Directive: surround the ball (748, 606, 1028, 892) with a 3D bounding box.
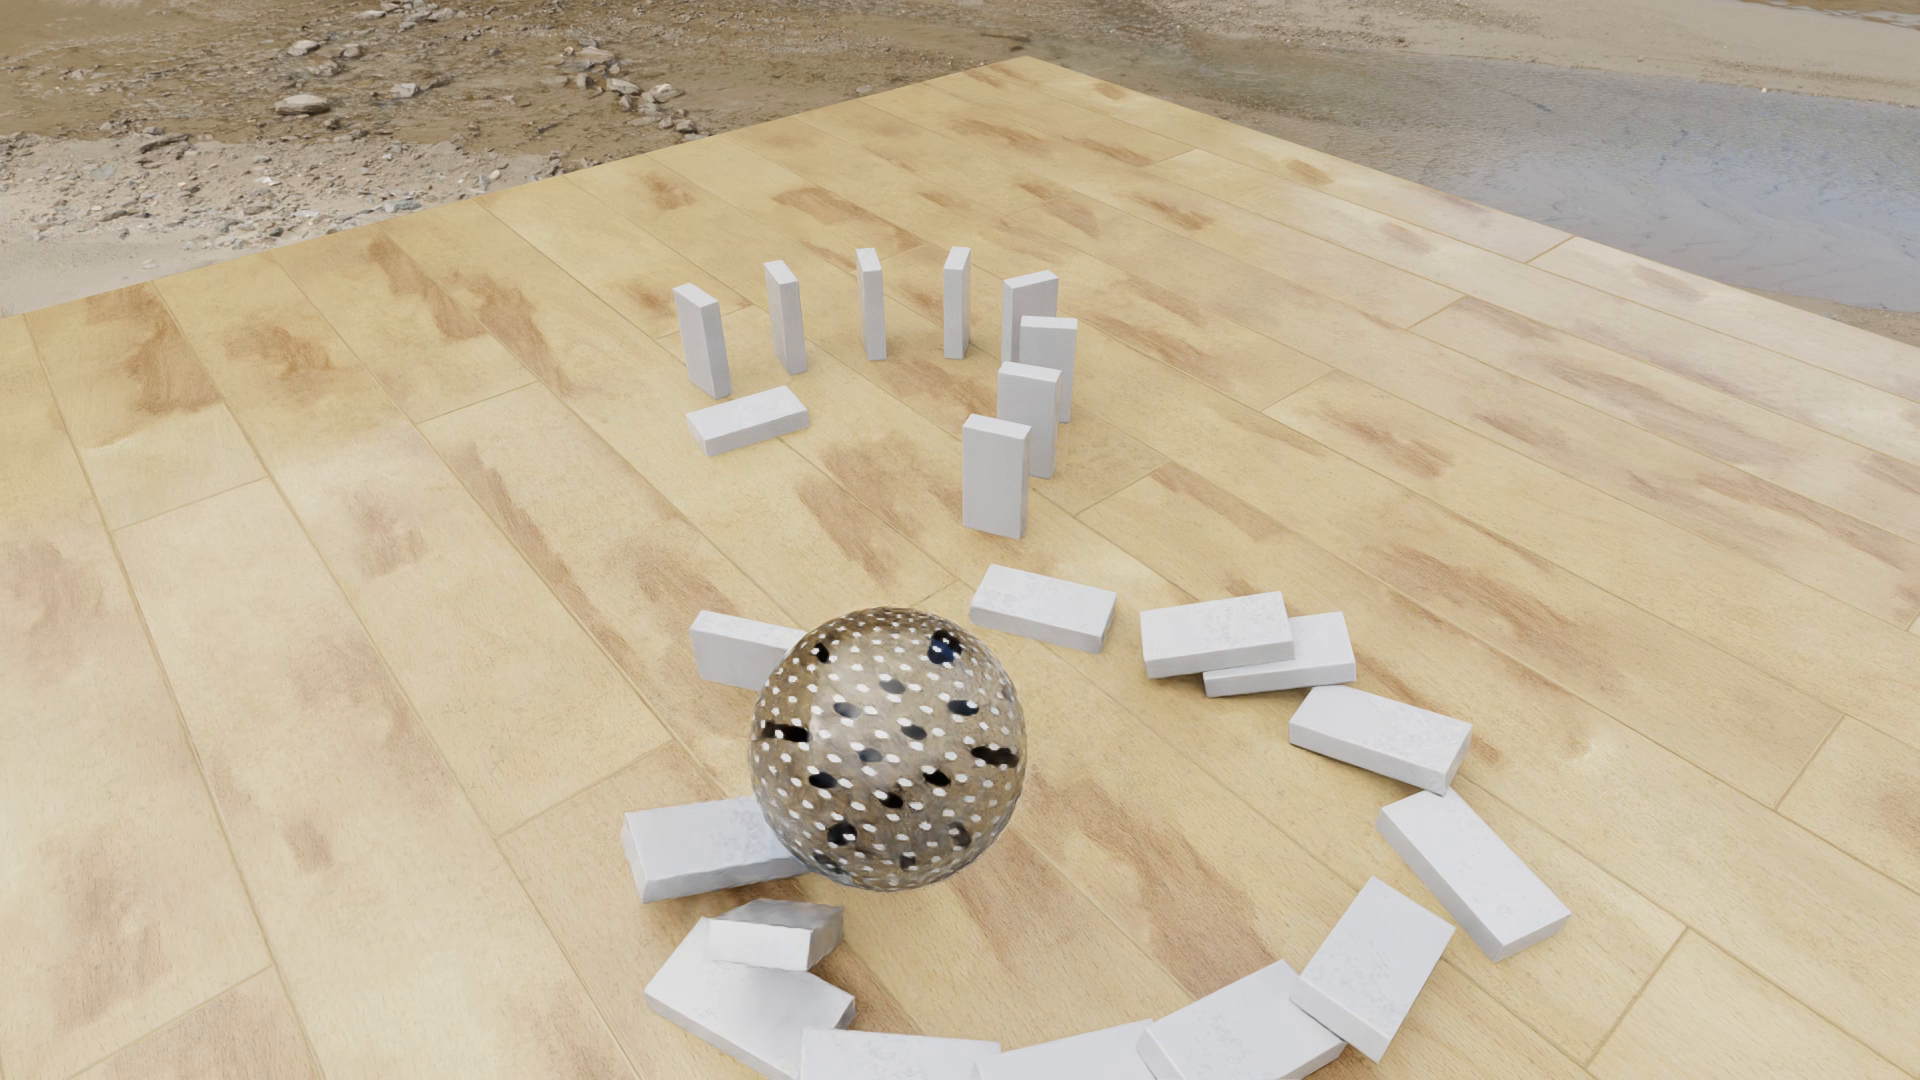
[{"bbox_3d":[-0.020,0.059,0.316,0.080,0.080,0.080,0,39,0],"label":"ball"}]

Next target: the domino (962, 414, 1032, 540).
[{"bbox_3d":[0.014,-0.025,0.442,0.025,0.050,0.009,14,41,16],"label":"domino"}]

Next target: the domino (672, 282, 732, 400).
[{"bbox_3d":[-0.123,-0.095,0.527,0.010,0.050,0.025,-29,48,-31],"label":"domino"}]

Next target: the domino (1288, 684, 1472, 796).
[{"bbox_3d":[0.136,0.063,0.358,0.050,0.009,0.025,16,40,37],"label":"domino"}]

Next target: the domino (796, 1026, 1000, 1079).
[{"bbox_3d":[-0.015,0.136,0.269,0.050,0.009,0.025,9,38,-9],"label":"domino"}]

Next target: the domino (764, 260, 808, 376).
[{"bbox_3d":[-0.086,-0.110,0.546,0.010,0.050,0.025,-16,42,-19],"label":"domino"}]

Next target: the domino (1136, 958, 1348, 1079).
[{"bbox_3d":[0.072,0.127,0.279,0.050,0.009,0.025,-9,38,-32],"label":"domino"}]

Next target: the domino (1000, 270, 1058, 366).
[{"bbox_3d":[0.034,-0.105,0.540,0.025,0.050,0.010,-18,43,-20],"label":"domino"}]

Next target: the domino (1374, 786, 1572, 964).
[{"bbox_3d":[0.150,0.097,0.325,0.025,0.010,0.050,-15,42,-18],"label":"domino"}]

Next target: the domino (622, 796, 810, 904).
[{"bbox_3d":[-0.071,0.089,0.322,0.050,0.010,0.025,-1,35,-32],"label":"domino"}]

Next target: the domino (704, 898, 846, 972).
[{"bbox_3d":[-0.047,0.103,0.289,0.025,0.050,0.009,5,78,5],"label":"domino"}]

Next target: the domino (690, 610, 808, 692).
[{"bbox_3d":[-0.067,0.041,0.381,0.050,0.025,0.009,10,40,12],"label":"domino"}]

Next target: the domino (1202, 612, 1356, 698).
[{"bbox_3d":[0.110,0.040,0.385,0.050,0.009,0.025,-9,38,13],"label":"domino"}]

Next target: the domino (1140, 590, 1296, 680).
[{"bbox_3d":[0.090,0.033,0.386,0.050,0.010,0.025,-10,37,12],"label":"domino"}]

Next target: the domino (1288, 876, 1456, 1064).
[{"bbox_3d":[0.112,0.114,0.296,0.025,0.009,0.050,30,36,30],"label":"domino"}]

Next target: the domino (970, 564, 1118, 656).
[{"bbox_3d":[0.031,0.025,0.412,0.050,0.009,0.025,13,41,15],"label":"domino"}]

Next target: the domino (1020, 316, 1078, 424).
[{"bbox_3d":[0.040,-0.078,0.507,0.025,0.050,0.009,4,40,5],"label":"domino"}]

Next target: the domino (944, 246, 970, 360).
[{"bbox_3d":[-0.001,-0.120,0.558,0.010,0.050,0.025,6,40,7],"label":"domino"}]

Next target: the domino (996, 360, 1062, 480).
[{"bbox_3d":[0.029,-0.051,0.474,0.025,0.050,0.010,12,41,14],"label":"domino"}]

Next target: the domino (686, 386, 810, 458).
[{"bbox_3d":[-0.099,-0.056,0.511,0.050,0.009,0.025,-20,44,-23],"label":"domino"}]

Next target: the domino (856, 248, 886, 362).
[{"bbox_3d":[-0.045,-0.119,0.557,0.010,0.050,0.025,-8,40,-9],"label":"domino"}]

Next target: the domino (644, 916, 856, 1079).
[{"bbox_3d":[-0.056,0.123,0.293,0.050,0.010,0.025,19,43,21],"label":"domino"}]

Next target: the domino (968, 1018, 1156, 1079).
[{"bbox_3d":[0.030,0.136,0.269,0.050,0.010,0.025,-2,37,-23],"label":"domino"}]
